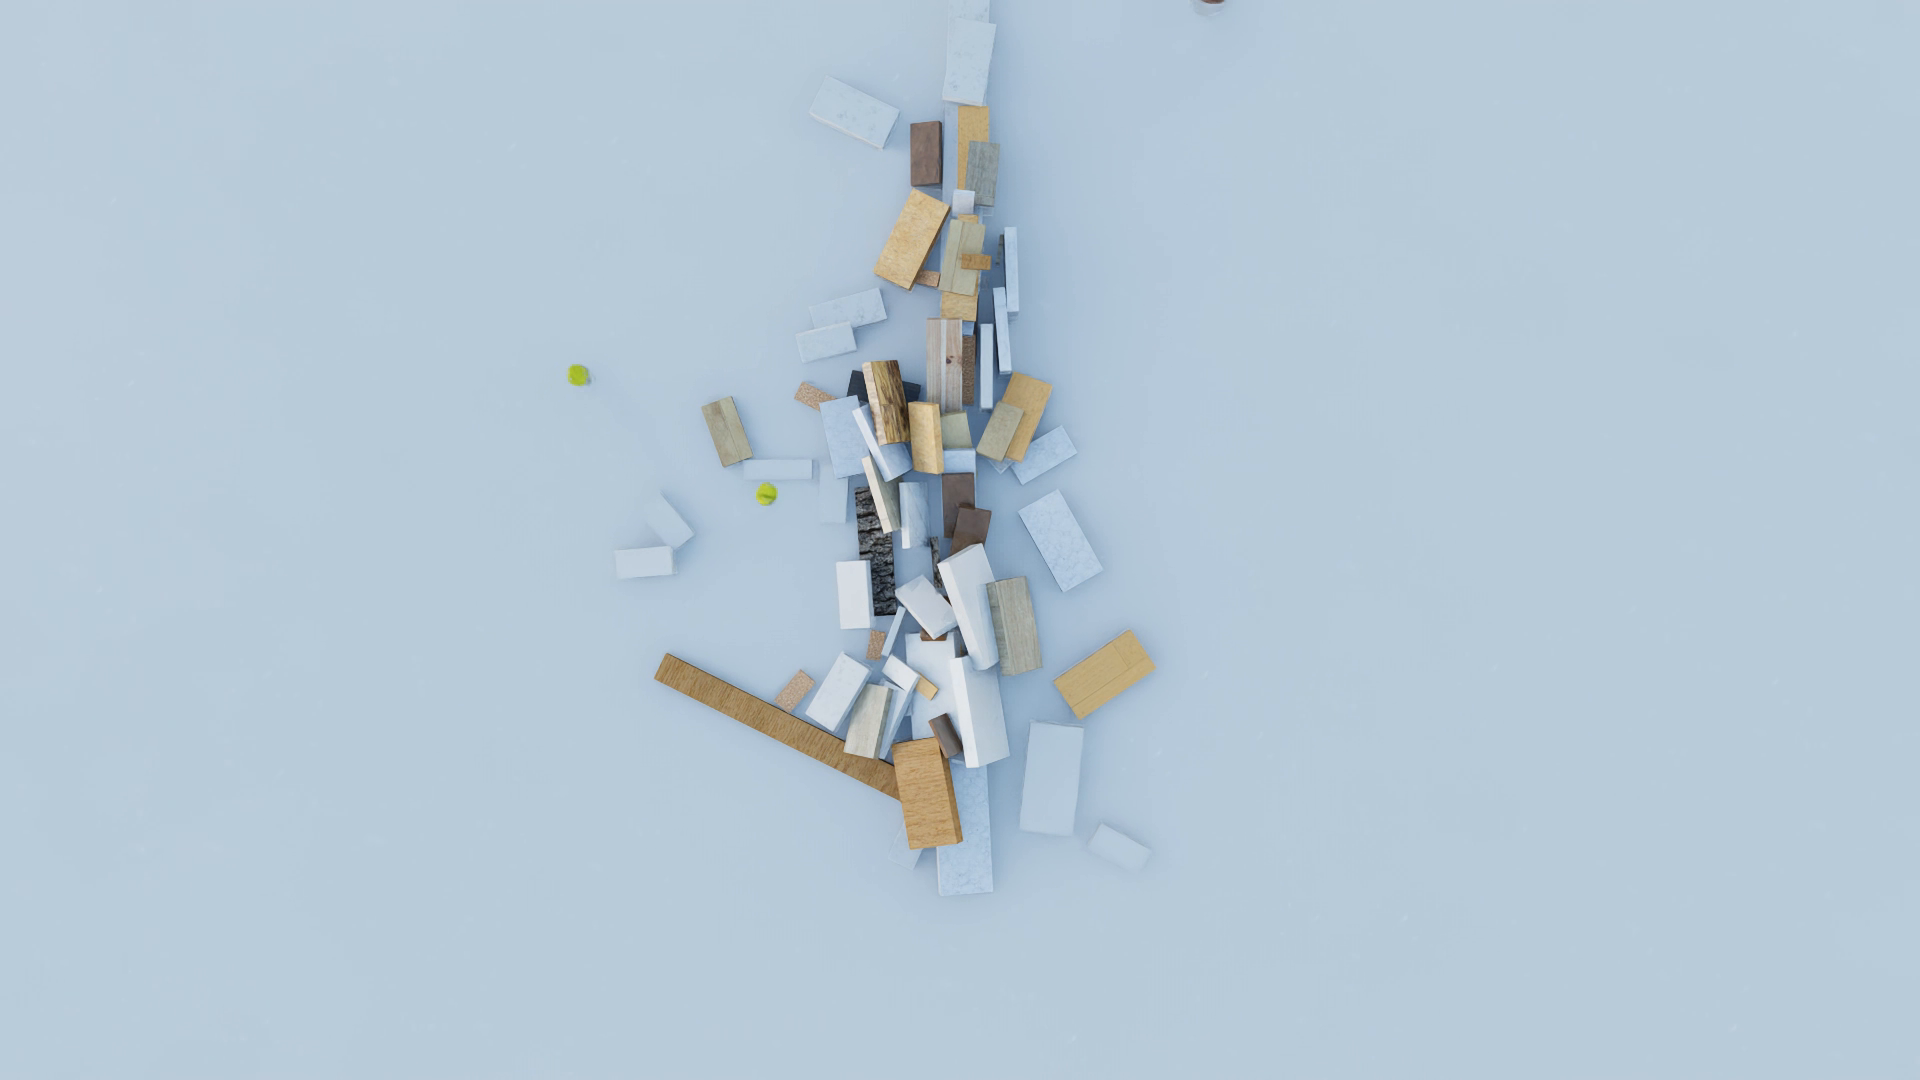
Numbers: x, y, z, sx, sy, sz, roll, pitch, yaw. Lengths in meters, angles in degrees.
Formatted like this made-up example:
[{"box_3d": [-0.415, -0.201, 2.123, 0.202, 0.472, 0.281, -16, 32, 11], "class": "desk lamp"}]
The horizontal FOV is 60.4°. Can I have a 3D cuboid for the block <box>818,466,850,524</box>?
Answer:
[{"box_3d": [-0.421, -0.152, 5.487, 0.093, 0.026, 0.186, 4, 90, 0], "class": "block"}]

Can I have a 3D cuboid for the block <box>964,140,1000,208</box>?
[{"box_3d": [0.072, -1.203, 5.418, 0.102, 0.029, 0.204, 6, 90, 0], "class": "block"}]

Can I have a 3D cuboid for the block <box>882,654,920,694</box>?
[{"box_3d": [-0.194, 0.441, 5.448, 0.136, 0.019, 0.068, 35, 100, 36], "class": "block"}]

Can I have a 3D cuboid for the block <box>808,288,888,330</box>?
[{"box_3d": [-0.372, -0.754, 5.485, 0.240, 0.030, 0.107, -16, 90, 0], "class": "block"}]

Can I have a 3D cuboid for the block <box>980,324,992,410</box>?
[{"box_3d": [0.088, -0.568, 5.432, 0.038, 0.135, 0.271, 0, 90, 0], "class": "block"}]

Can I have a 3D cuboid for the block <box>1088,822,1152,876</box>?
[{"box_3d": [0.530, 1.027, 5.487, 0.188, 0.027, 0.094, 29, 90, 0], "class": "block"}]

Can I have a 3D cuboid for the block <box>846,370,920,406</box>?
[{"box_3d": [-0.254, -0.494, 5.487, 0.233, 0.027, 0.094, 12, 90, 0], "class": "block"}]

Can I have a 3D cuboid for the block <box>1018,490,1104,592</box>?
[{"box_3d": [0.333, 0.002, 5.478, 0.154, 0.044, 0.309, -29, 90, 0], "class": "block"}]

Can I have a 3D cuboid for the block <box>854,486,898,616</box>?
[{"box_3d": [-0.279, 0.037, 5.484, 0.111, 0.031, 0.431, -4, 90, 0], "class": "block"}]

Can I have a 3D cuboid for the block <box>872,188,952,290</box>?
[{"box_3d": [-0.159, -0.993, 5.459, 0.137, 0.039, 0.305, 27, 94, 9], "class": "block"}]

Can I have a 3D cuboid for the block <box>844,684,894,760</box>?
[{"box_3d": [-0.302, 0.595, 5.441, 0.118, 0.033, 0.236, 8, 81, 31], "class": "block"}]

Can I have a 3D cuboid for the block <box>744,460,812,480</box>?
[{"box_3d": [-0.607, -0.235, 5.491, 0.227, 0.018, 0.064, -1, 90, 0], "class": "block"}]

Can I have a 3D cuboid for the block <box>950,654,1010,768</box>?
[{"box_3d": [0.065, 0.552, 5.413, 0.051, 0.179, 0.357, -9, 90, 36], "class": "block"}]

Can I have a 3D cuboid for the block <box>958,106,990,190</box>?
[{"box_3d": [0.043, -1.274, 5.447, 0.102, 0.029, 0.310, 1, 90, 0], "class": "block"}]

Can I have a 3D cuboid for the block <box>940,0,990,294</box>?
[{"box_3d": [0.016, -1.337, 5.481, 0.135, 0.038, 1.025, 2, 90, 0], "class": "block"}]

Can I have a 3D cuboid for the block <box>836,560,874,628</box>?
[{"box_3d": [-0.346, 0.181, 5.462, 0.111, 0.031, 0.221, -4, 90, 26], "class": "block"}]

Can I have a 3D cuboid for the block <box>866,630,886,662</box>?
[{"box_3d": [-0.280, 0.352, 5.493, 0.049, 0.014, 0.097, 11, 90, 0], "class": "block"}]

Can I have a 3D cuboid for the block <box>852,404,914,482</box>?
[{"box_3d": [-0.251, -0.331, 5.426, 0.036, 0.128, 0.256, -20, 98, 39], "class": "block"}]

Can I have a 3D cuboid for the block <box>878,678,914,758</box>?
[{"box_3d": [-0.255, 0.591, 5.455, 0.118, 0.033, 0.236, 24, 90, 32], "class": "block"}]

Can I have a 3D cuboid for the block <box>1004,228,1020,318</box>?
[{"box_3d": [0.168, -0.880, 5.431, 0.039, 0.137, 0.274, -2, 90, 0], "class": "block"}]

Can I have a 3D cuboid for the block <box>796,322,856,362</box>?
[{"box_3d": [-0.444, -0.658, 5.466, 0.186, 0.026, 0.093, -13, 119, 0], "class": "block"}]

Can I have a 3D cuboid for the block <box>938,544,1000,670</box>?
[{"box_3d": [0.060, 0.218, 5.388, 0.051, 0.179, 0.374, -10, 103, 43], "class": "block"}]

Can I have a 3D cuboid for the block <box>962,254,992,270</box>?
[{"box_3d": [0.052, -0.891, 5.287, 0.095, 0.013, 0.047, 4, 93, 0], "class": "block"}]

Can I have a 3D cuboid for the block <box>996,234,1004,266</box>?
[{"box_3d": [0.132, -0.964, 5.476, 0.013, 0.047, 0.095, 8, 90, 0], "class": "block"}]

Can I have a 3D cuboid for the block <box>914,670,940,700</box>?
[{"box_3d": [-0.119, 0.480, 5.425, 0.097, 0.014, 0.049, 38, 106, 18], "class": "block"}]

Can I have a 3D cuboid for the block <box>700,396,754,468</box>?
[{"box_3d": [-0.774, -0.360, 5.485, 0.107, 0.030, 0.213, -20, 90, 0], "class": "block"}]

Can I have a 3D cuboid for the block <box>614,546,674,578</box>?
[{"box_3d": [-1.046, 0.073, 5.473, 0.187, 0.027, 0.094, -5, 95, 6], "class": "block"}]

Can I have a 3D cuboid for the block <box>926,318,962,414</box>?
[{"box_3d": [-0.050, -0.535, 5.389, 0.115, 0.033, 0.383, 1, 112, 2], "class": "block"}]

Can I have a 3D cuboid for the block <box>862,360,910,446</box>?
[{"box_3d": [-0.236, -0.451, 5.409, 0.038, 0.135, 0.271, -11, 90, 39], "class": "block"}]

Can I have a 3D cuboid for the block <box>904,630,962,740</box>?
[{"box_3d": [-0.079, 0.480, 5.442, 0.175, 0.050, 0.350, -4, 90, 24], "class": "block"}]

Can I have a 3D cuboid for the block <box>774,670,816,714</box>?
[{"box_3d": [-0.550, 0.504, 5.490, 0.068, 0.019, 0.136, 41, 90, 0], "class": "block"}]

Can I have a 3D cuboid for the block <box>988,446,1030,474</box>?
[{"box_3d": [0.161, -0.288, 5.462, 0.128, 0.018, 0.064, -43, 78, -3], "class": "block"}]

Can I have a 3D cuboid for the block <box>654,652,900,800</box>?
[{"box_3d": [-0.562, 0.634, 5.487, 0.971, 0.027, 0.094, 26, 90, 0], "class": "block"}]

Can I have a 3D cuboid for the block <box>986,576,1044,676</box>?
[{"box_3d": [0.180, 0.282, 5.430, 0.044, 0.154, 0.309, -10, 90, 44], "class": "block"}]

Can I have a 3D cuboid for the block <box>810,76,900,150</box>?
[{"box_3d": [-0.350, -1.421, 5.481, 0.270, 0.038, 0.135, 26, 90, 0], "class": "block"}]

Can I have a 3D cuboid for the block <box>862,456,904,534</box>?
[{"box_3d": [-0.233, -0.159, 5.439, 0.036, 0.128, 0.256, -17, 90, 39], "class": "block"}]

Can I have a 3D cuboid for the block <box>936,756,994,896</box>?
[{"box_3d": [0.008, 0.935, 5.462, 0.175, 0.050, 0.464, -3, 90, -9], "class": "block"}]
